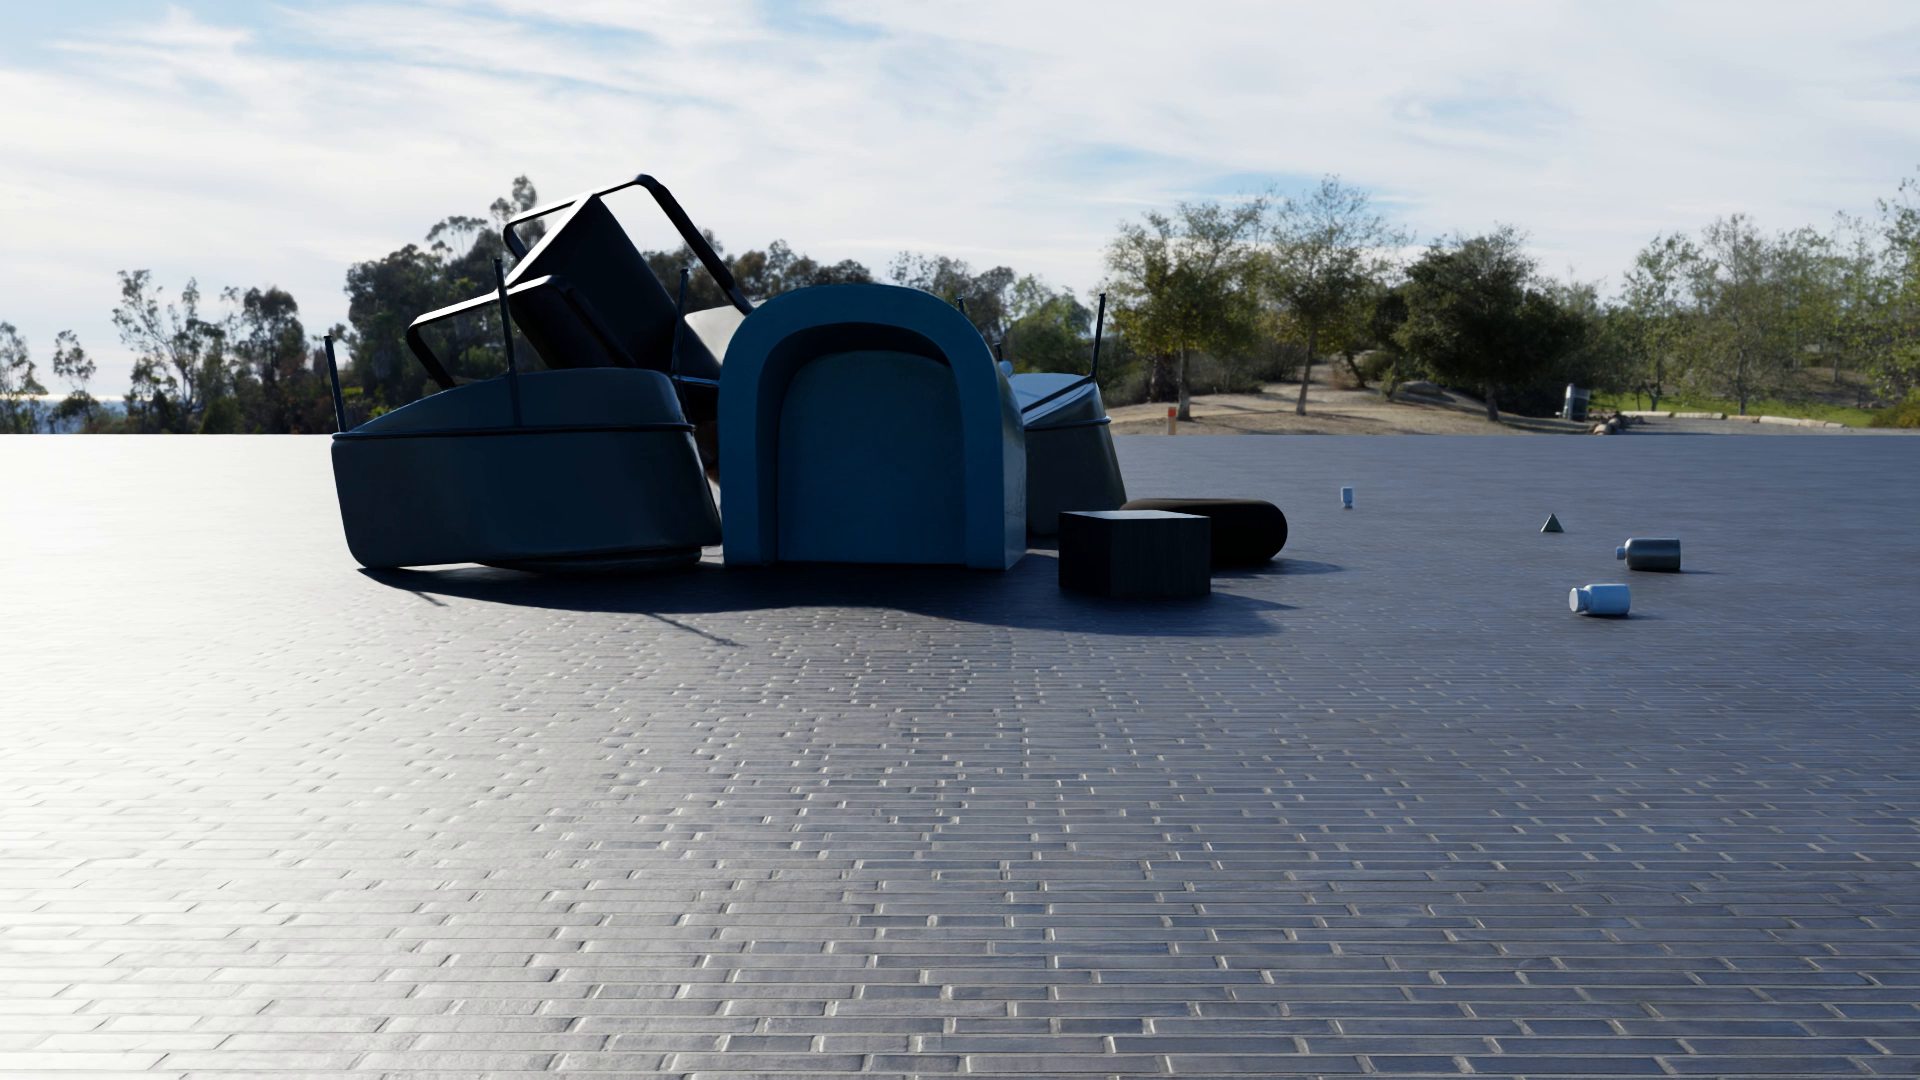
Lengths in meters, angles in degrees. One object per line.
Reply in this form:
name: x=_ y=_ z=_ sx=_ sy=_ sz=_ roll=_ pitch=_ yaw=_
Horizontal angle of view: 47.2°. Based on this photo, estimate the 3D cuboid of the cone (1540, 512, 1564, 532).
cone: x=1.868 y=-0.056 z=6.930 sx=0.074 sy=0.060 sz=0.042 roll=1 pitch=4 yaw=20

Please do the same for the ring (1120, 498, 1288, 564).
ring: x=0.631 y=-0.027 z=5.794 sx=0.459 sy=0.159 sz=0.463 roll=-1 pitch=3 yaw=-36

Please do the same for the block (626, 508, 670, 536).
block: x=-0.963 y=-0.056 z=6.783 sx=0.096 sy=0.079 sz=0.112 roll=1 pitch=4 yaw=14

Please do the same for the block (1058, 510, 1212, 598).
block: x=0.387 y=0.028 z=4.908 sx=0.238 sy=0.169 sz=0.301 roll=-1 pitch=4 yaw=-19
